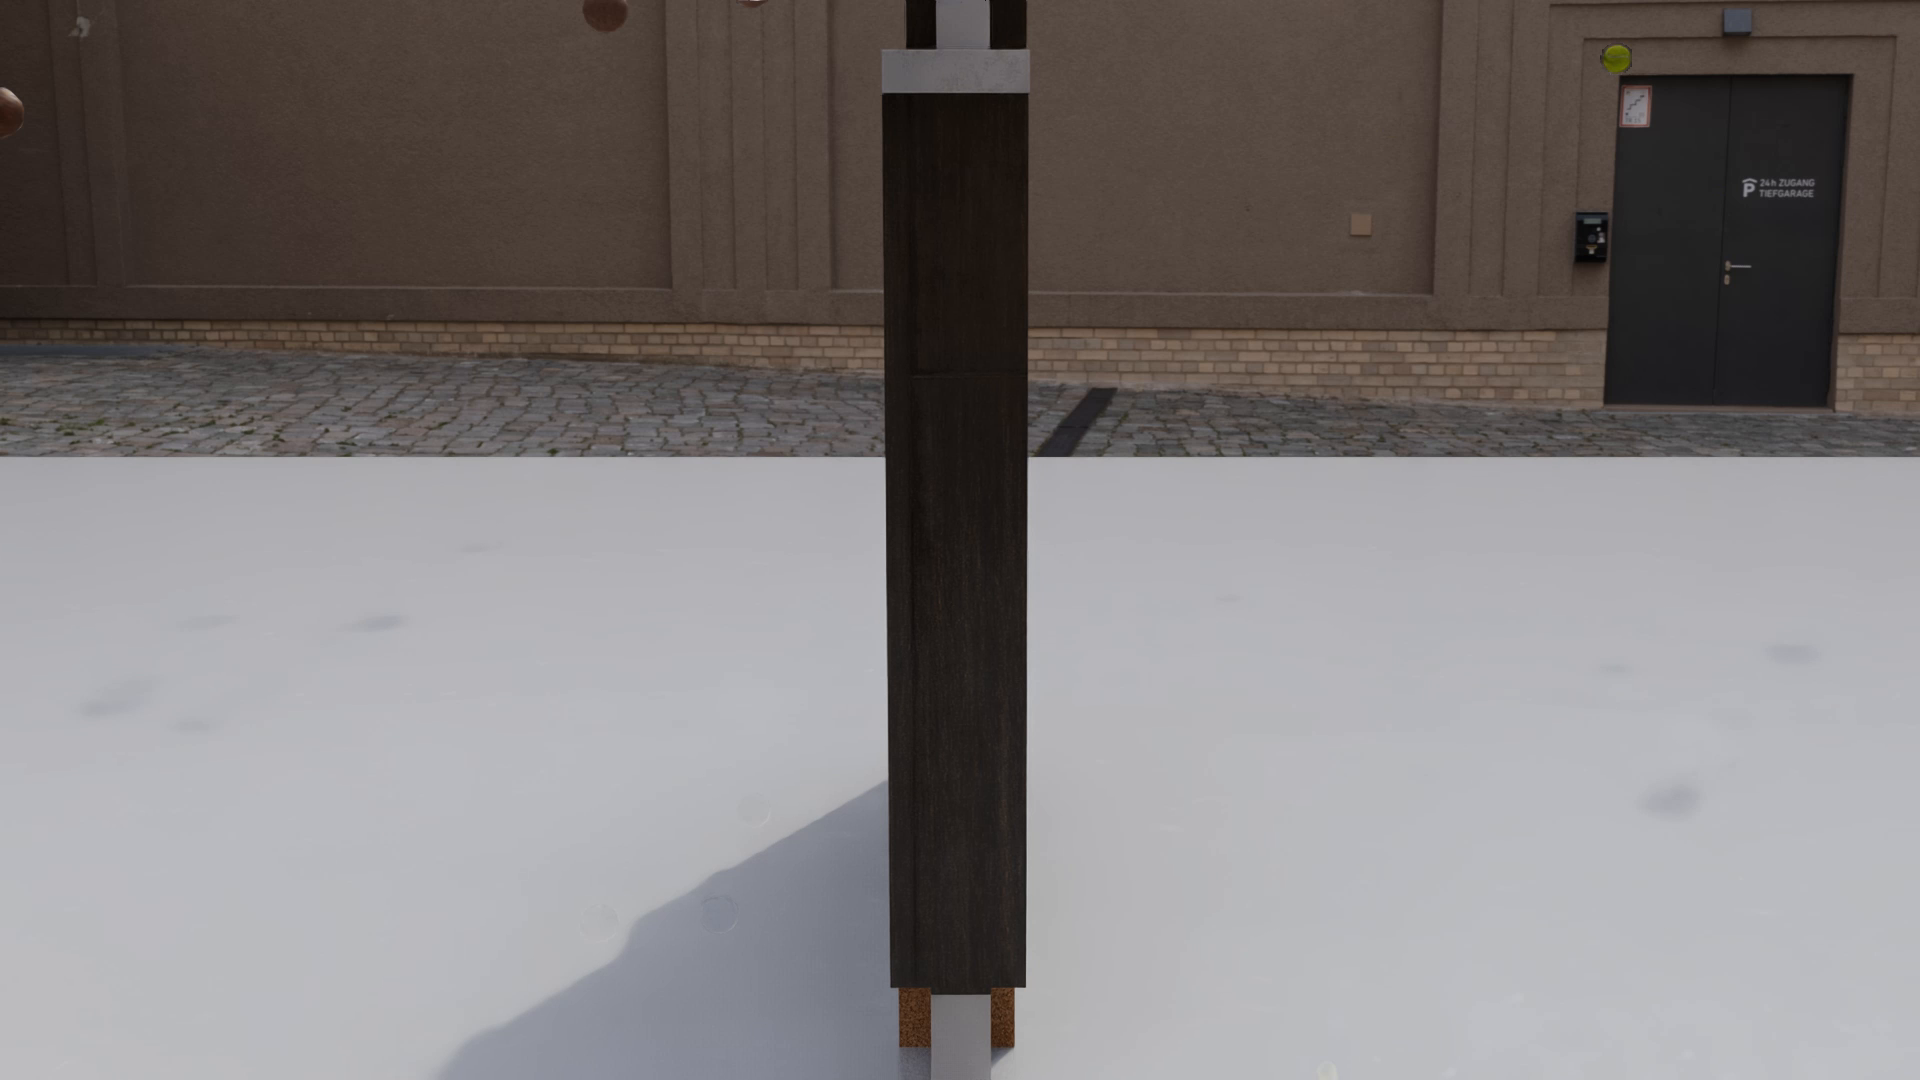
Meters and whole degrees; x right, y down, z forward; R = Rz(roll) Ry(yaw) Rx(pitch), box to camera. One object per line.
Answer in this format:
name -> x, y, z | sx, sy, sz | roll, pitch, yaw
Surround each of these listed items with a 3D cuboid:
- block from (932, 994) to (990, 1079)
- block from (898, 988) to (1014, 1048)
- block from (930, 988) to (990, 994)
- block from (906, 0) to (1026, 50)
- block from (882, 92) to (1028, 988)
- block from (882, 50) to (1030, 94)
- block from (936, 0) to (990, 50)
block -> 0.001, 0.658, 2.878 | 0.077, 0.155, 0.022 | 0, 11, 0
block -> -0.006, 0.440, 3.029 | 0.160, 0.528, 0.045 | 0, 10, 0
block -> 0.001, 0.562, 2.912 | 0.077, 0.022, 0.155 | 0, 11, 0
block -> 0.008, -0.793, 2.874 | 0.157, 0.314, 0.044 | 0, 10, 1
block -> -0.004, 0.017, 2.725 | 0.173, 1.118, 0.049 | 0, 11, 0
block -> -0.003, -0.580, 2.733 | 0.173, 0.049, 0.346 | 0, 11, 1
block -> 0.003, -0.670, 2.723 | 0.066, 0.132, 0.019 | 0, 11, 1
